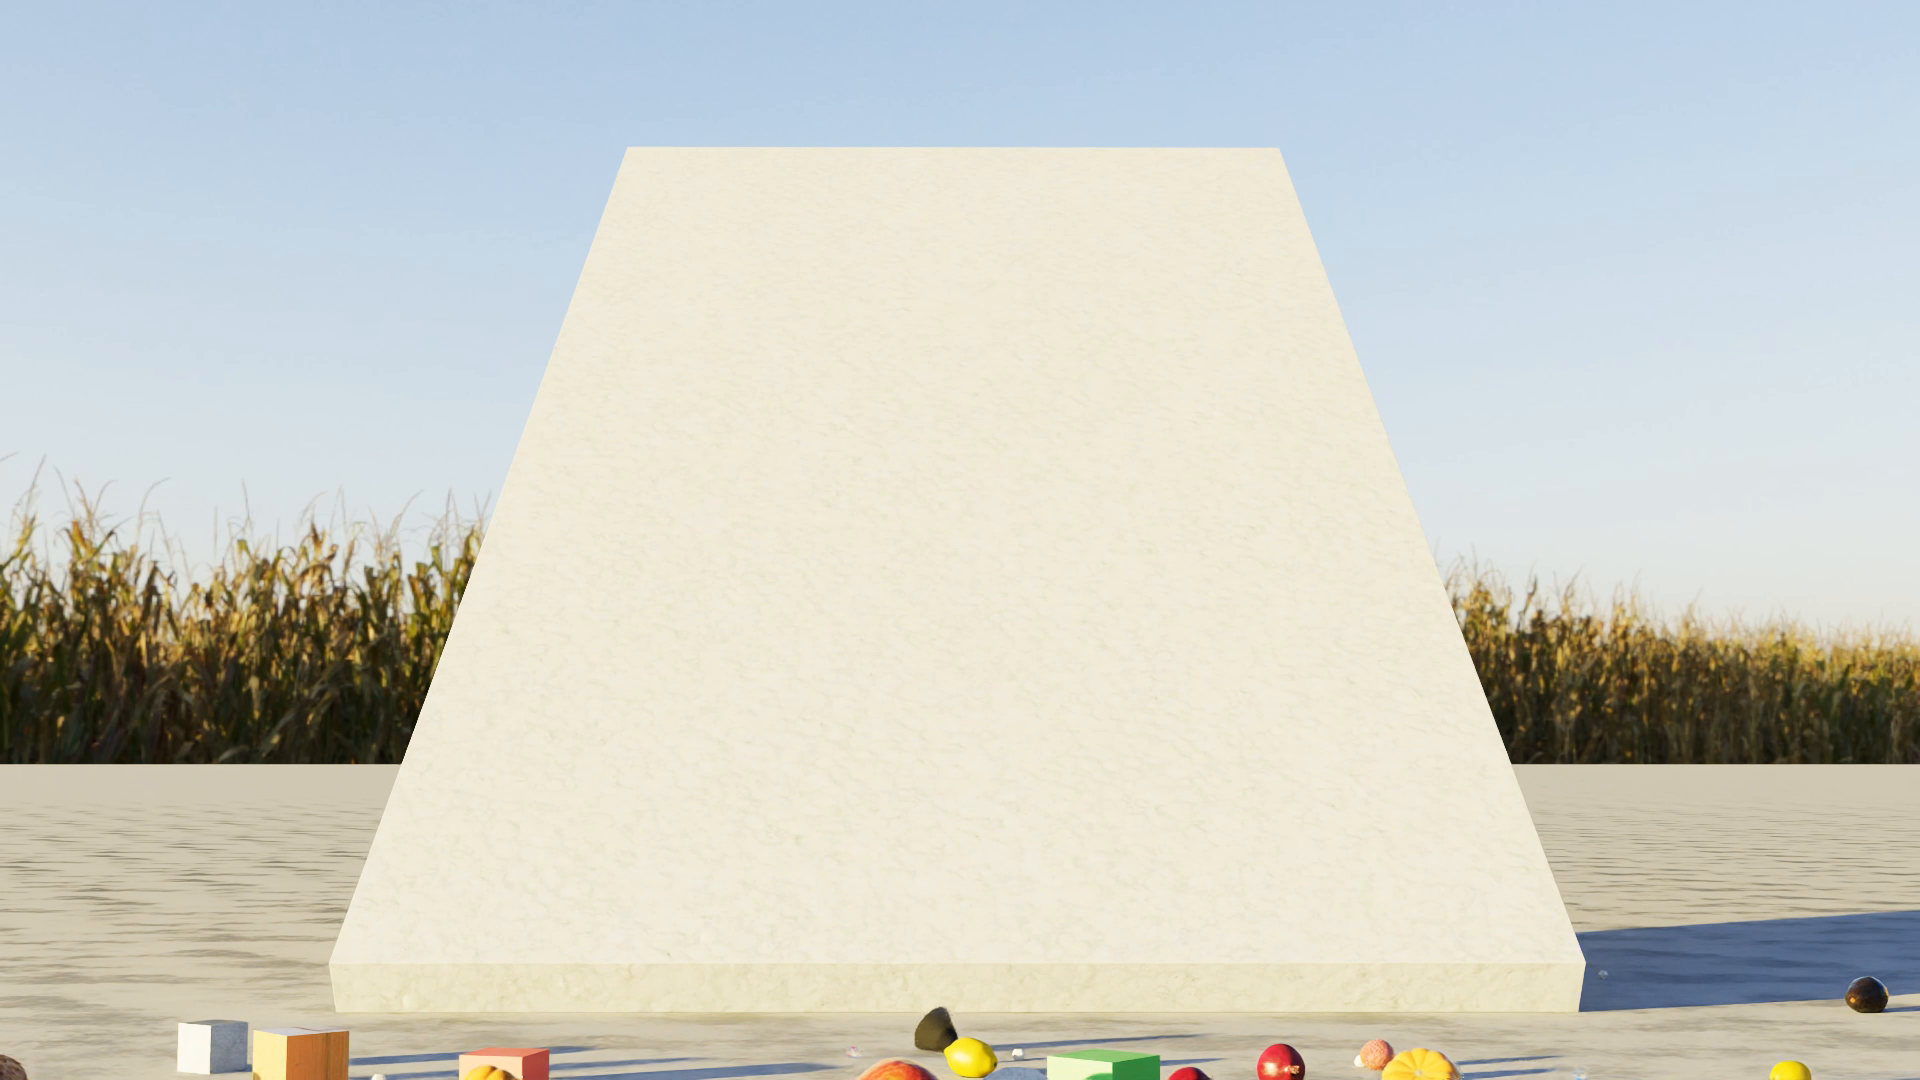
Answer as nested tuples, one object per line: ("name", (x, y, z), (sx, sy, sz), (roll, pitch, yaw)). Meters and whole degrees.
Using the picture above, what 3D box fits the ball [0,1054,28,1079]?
("ball", (-1.104, 0.625, 2.733), (0.069, 0.069, 0.069), (0, -5, 0))

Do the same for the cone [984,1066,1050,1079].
("cone", (0.064, 0.616, 2.497), (0.100, 0.100, 0.100), (-1, -32, 9))

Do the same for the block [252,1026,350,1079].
("block", (-0.792, 0.631, 2.866), (0.082, 0.082, 0.082), (5, -7, -43))

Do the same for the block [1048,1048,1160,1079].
("block", (0.156, 0.602, 2.582), (0.087, 0.087, 0.087), (-4, -7, 40))

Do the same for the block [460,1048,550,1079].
("block", (-0.517, 0.619, 2.707), (0.075, 0.075, 0.075), (-1, -5, 14))

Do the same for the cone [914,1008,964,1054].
("cone", (-0.017, 0.699, 3.329), (0.067, 0.067, 0.067), (30, 15, 38))

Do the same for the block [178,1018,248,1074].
("block", (-0.982, 0.665, 3.137), (0.062, 0.062, 0.062), (-3, -6, 33))

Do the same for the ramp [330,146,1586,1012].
("ramp", (-0.011, -0.222, 5.586), (2.000, 0.100, 4.000), (0, 28, 0))
